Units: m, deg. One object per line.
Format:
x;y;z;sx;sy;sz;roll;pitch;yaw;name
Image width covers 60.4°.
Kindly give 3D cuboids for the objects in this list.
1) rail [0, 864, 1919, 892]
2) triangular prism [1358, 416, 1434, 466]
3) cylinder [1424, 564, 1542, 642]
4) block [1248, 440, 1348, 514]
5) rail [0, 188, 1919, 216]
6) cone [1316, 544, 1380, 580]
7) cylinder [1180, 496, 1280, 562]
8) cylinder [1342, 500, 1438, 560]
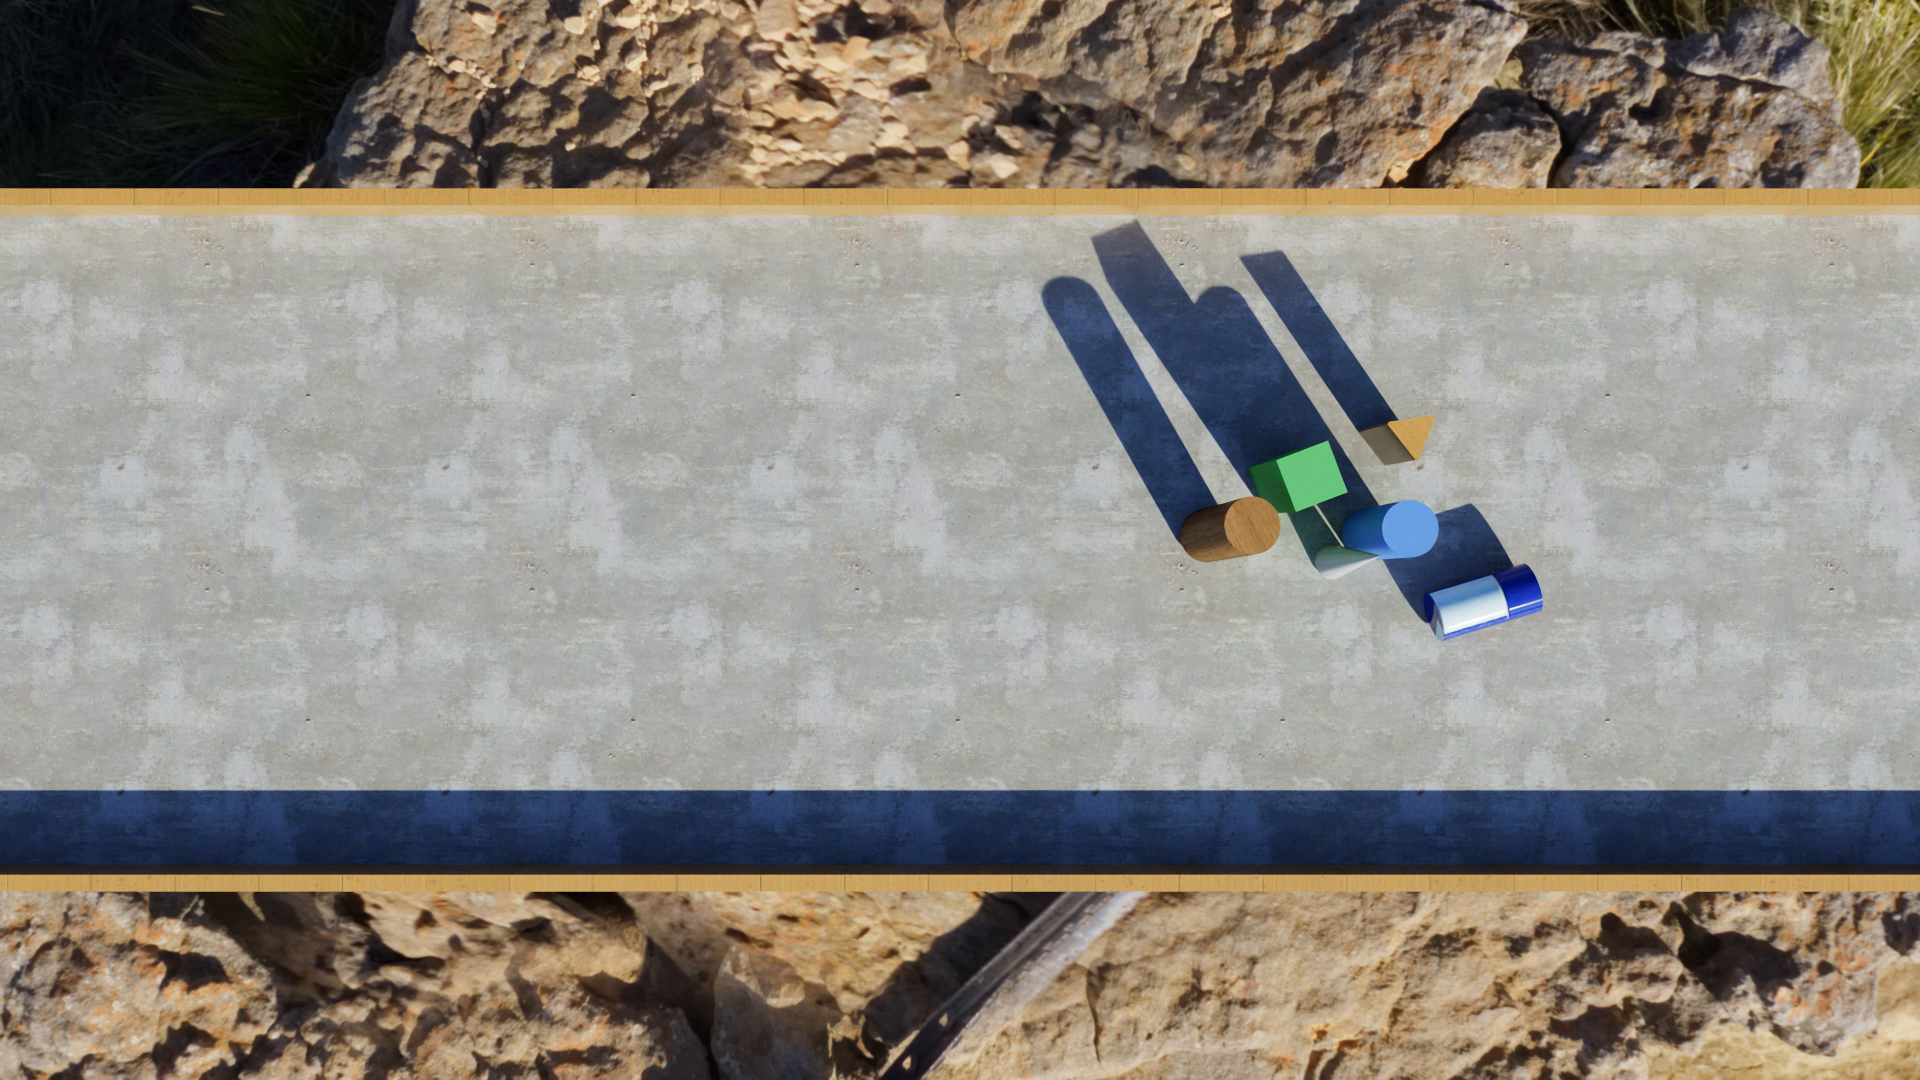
-2.247;1.025;5.001;12.000;0.150;0.050;0;90;0;rail
1.315;-0.318;4.903;0.117;0.348;0.136;-38;90;0;triangular prism
1.584;0.189;5.000;0.309;0.155;0.155;-17;90;0;cylinder
0.985;-0.179;4.847;0.154;0.460;0.154;-21;90;0;block
-2.247;-1.025;5.002;12.000;0.150;0.050;0;90;0;rail
1.168;0.055;4.864;0.108;0.415;0.108;0;87;-7;cone
0.788;-0.027;4.844;0.164;0.444;0.164;1;86;-8;cylinder
1.260;-0.025;4.856;0.161;0.435;0.161;0;88;-2;cylinder
